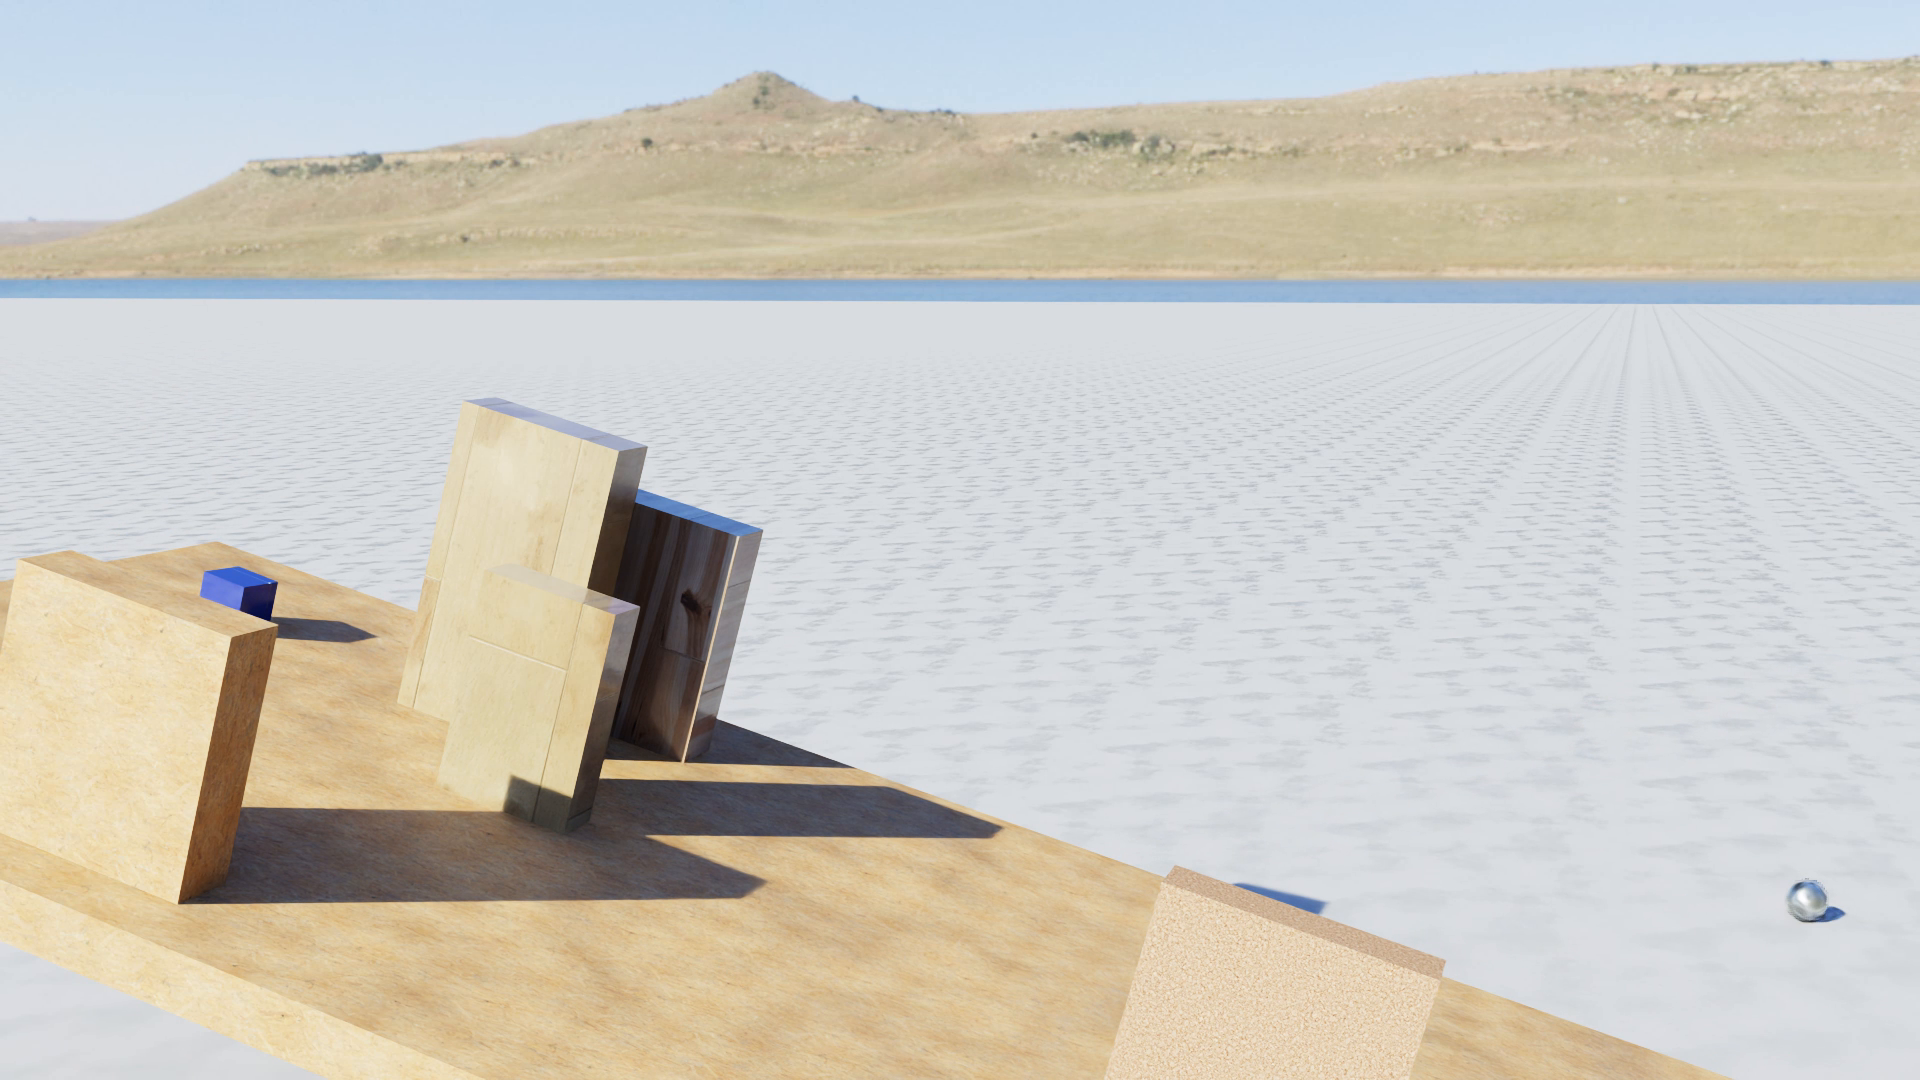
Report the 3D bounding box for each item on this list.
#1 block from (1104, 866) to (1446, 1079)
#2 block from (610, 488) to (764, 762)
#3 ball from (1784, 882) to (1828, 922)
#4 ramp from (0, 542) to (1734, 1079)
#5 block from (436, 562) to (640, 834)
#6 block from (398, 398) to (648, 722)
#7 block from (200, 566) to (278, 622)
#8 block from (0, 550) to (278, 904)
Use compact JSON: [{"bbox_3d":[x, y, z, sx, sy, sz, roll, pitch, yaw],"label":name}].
[{"bbox_3d":[0.475,0.829,3.481,0.446,0.494,0.105,18,11,14],"label":"block"},{"bbox_3d":[-0.701,0.184,5.002,0.366,0.536,0.141,18,11,14],"label":"block"},{"bbox_3d":[2.424,1.036,6.302,0.114,0.114,0.114,0,7,0],"label":"ball"},{"bbox_3d":[-0.383,0.758,4.244,4.000,0.100,2.000,18,11,14],"label":"ramp"},{"bbox_3d":[-0.842,0.313,4.380,0.293,0.460,0.111,18,11,14],"label":"block"},{"bbox_3d":[-0.955,0.077,4.789,0.377,0.691,0.144,18,11,14],"label":"block"},{"bbox_3d":[-1.661,0.139,5.051,0.116,0.116,0.116,19,12,20],"label":"block"},{"bbox_3d":[-1.395,0.307,3.667,0.418,0.465,0.129,18,11,14],"label":"block"}]
